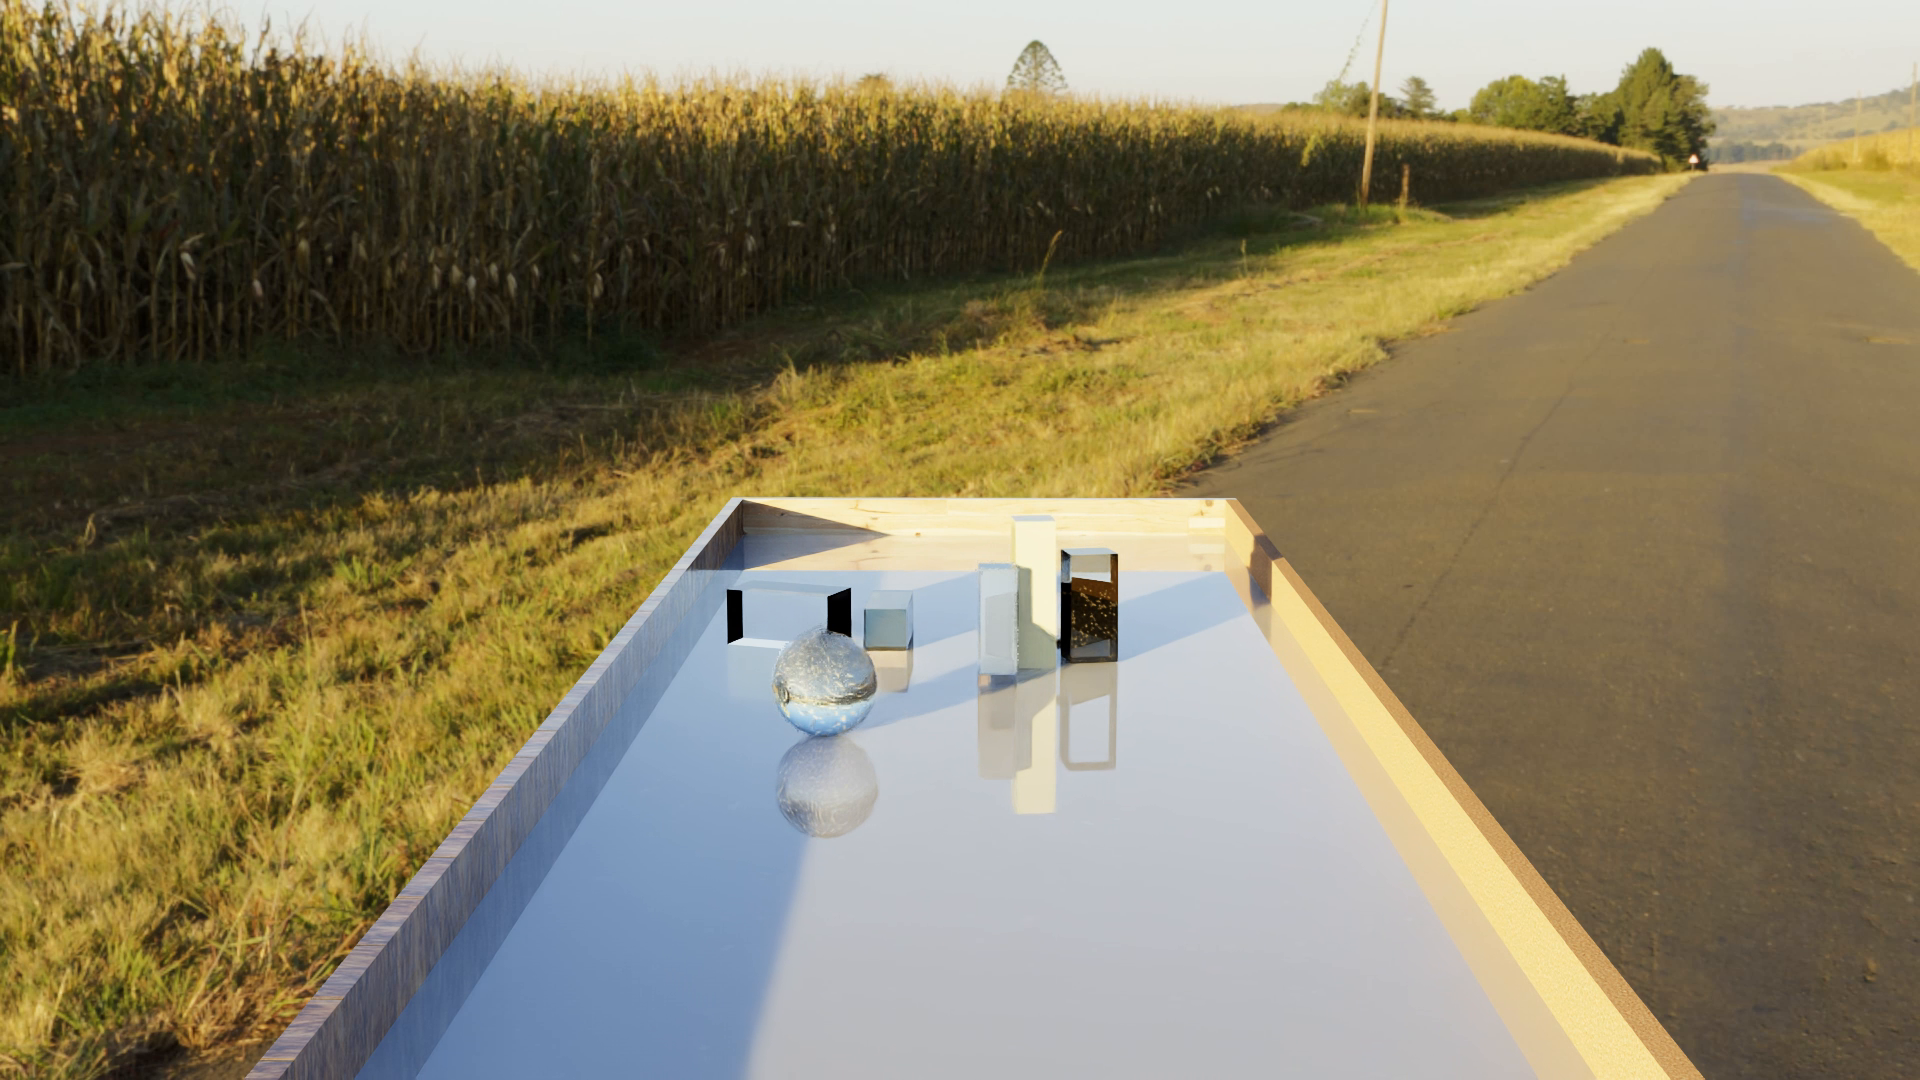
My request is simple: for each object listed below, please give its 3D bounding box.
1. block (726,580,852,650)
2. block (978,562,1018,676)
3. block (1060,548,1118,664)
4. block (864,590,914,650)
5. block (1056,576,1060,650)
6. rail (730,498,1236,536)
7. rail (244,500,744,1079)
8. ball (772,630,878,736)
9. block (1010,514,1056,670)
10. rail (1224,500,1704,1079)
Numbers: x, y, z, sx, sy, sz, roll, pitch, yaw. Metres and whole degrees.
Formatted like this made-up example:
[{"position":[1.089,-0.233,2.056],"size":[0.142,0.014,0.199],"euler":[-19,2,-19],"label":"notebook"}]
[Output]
[{"position":[-0.539,0.239,6.939],"size":[0.349,0.176,0.176],"euler":[4,10,22],"label":"block"},{"position":[0.111,0.233,6.523],"size":[0.109,0.317,0.109],"euler":[-1,9,-4],"label":"block"},{"position":[0.393,0.198,6.694],"size":[0.145,0.330,0.145],"euler":[-2,8,-10],"label":"block"},{"position":[-0.225,0.254,6.986],"size":[0.132,0.132,0.326],"euler":[0,9,2],"label":"block"},{"position":[0.278,0.235,6.955],"size":[0.179,0.179,0.424],"euler":[7,12,39],"label":"block"},{"position":[0.099,-0.098,9.147],"size":[2.100,0.150,0.050],"euler":[0,9,1],"label":"rail"},{"position":[-1.004,0.839,3.234],"size":[0.050,0.150,12.000],"euler":[0,9,1],"label":"rail"},{"position":[-0.353,0.376,5.755],"size":[0.276,0.276,0.276],"euler":[0,9,0],"label":"ball"},{"position":[0.220,0.155,6.602],"size":[0.121,0.446,0.121],"euler":[-1,9,-5],"label":"block"},{"position":[1.046,0.843,3.208],"size":[0.050,0.150,12.000],"euler":[0,9,1],"label":"rail"}]
